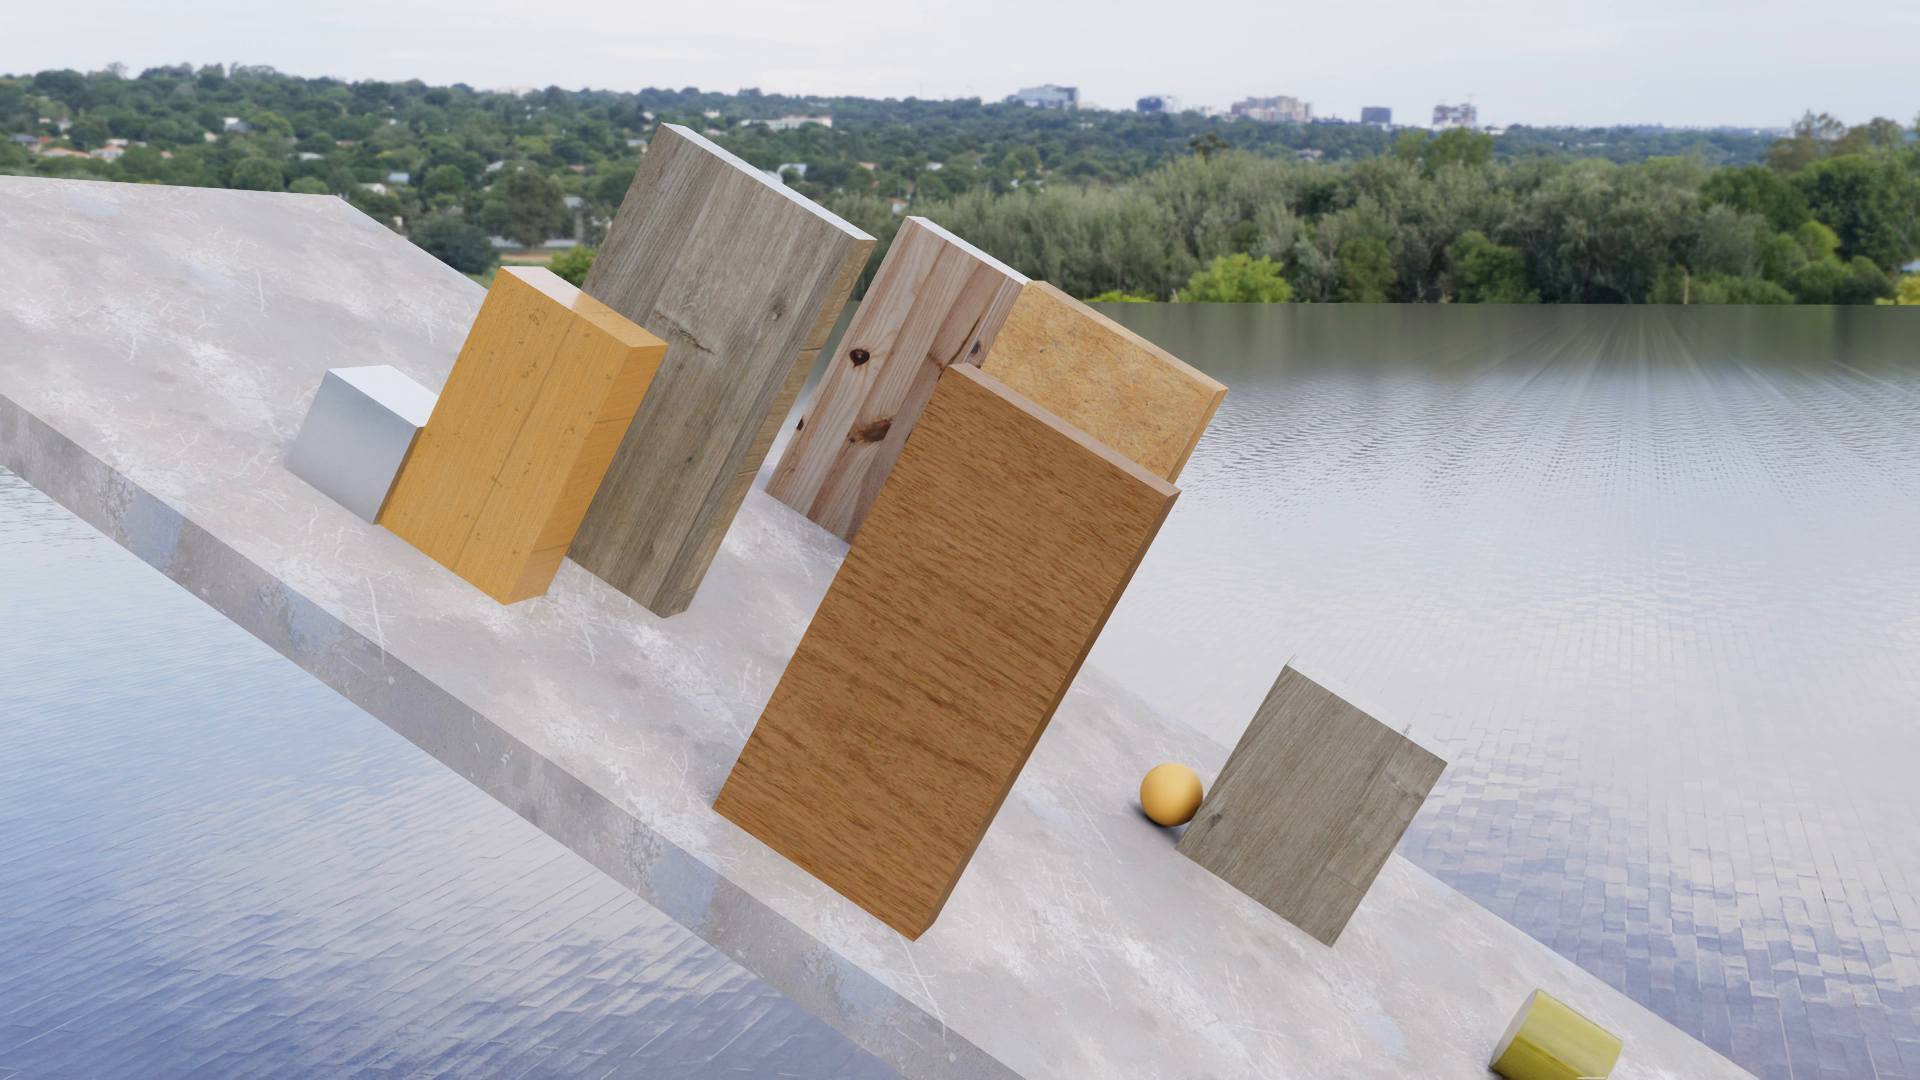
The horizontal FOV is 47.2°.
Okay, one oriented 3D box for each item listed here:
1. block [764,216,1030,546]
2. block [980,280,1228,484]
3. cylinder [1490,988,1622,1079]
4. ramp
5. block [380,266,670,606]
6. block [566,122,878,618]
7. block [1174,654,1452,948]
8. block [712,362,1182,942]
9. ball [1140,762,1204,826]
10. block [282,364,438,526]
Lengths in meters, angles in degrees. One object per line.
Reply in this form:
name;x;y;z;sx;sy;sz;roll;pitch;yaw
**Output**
block;-0.092;-0.312;4.919;0.410;0.704;0.129;32;15;11
block;0.157;-0.083;4.473;0.438;0.766;0.134;32;15;11
cylinder;1.067;0.920;3.940;0.169;0.169;0.169;32;15;12
ramp;-0.199;0.329;4.136;4.000;0.100;2.000;32;15;11
block;-0.729;-0.176;3.675;0.264;0.491;0.146;32;15;11
block;-0.513;-0.299;3.941;0.418;0.772;0.103;32;15;11
block;0.666;0.491;4.153;0.344;0.421;0.116;32;15;11
block;-0.029;0.168;3.245;0.368;0.771;0.099;32;15;11
ball;0.410;0.494;4.264;0.124;0.124;0.124;0;7;0
block;-0.990;-0.165;3.755;0.191;0.191;0.191;32;15;11
